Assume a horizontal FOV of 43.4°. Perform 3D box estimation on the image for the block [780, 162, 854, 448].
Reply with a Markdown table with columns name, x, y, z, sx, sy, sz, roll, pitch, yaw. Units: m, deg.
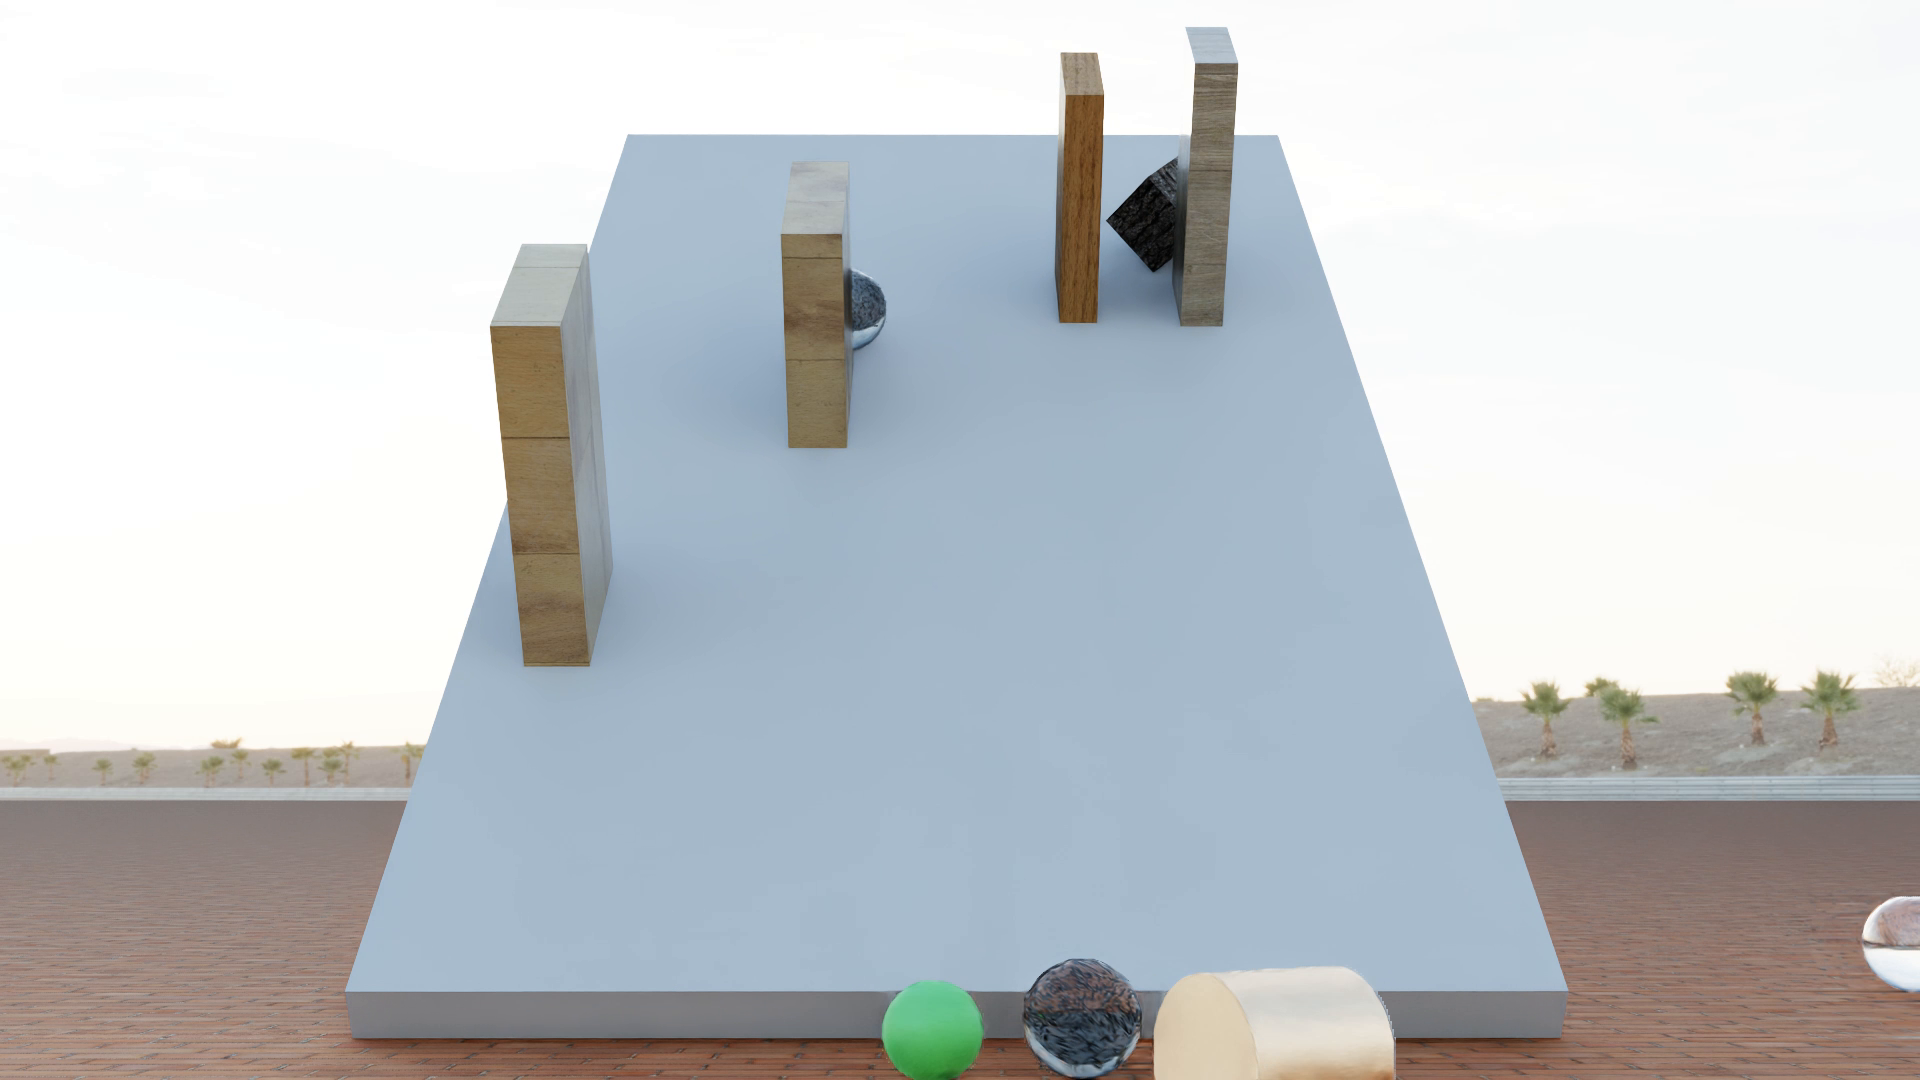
| name | x | y | z | sx | sy | sz | roll | pitch | yaw |
| --- | --- | --- | --- | --- | --- | --- | --- | --- | --- |
| block | -0.331 | -0.556 | 5.665 | 0.136 | 0.534 | 0.444 | 0 | 30 | 0 |

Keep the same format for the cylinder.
| name | x | y | z | sx | sy | sz | roll | pitch | yaw |
| --- | --- | --- | --- | --- | --- | --- | --- | --- | --- |
| cylinder | 0.361 | 0.597 | 2.789 | 0.198 | 0.198 | 0.198 | 3 | -7 | -31 |

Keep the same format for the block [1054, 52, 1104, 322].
| name | x | y | z | sx | sy | sz | roll | pitch | yaw |
| --- | --- | --- | --- | --- | --- | --- | --- | --- | --- |
| block | 0.305 | -0.906 | 6.202 | 0.097 | 0.612 | 0.327 | 0 | 30 | 0 |

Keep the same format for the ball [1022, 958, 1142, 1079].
| name | x | y | z | sx | sy | sz | roll | pitch | yaw |
| --- | --- | --- | --- | --- | --- | --- | --- | --- | --- |
| ball | 0.174 | 0.679 | 3.425 | 0.169 | 0.169 | 0.169 | 0 | -6 | 0 |

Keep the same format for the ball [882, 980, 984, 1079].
| name | x | y | z | sx | sy | sz | roll | pitch | yaw |
| --- | --- | --- | --- | --- | --- | --- | --- | --- | --- |
| ball | -0.038 | 0.688 | 3.379 | 0.142 | 0.142 | 0.142 | 0 | -6 | 0 |

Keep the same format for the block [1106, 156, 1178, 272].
| name | x | y | z | sx | sy | sz | roll | pitch | yaw |
| --- | --- | --- | --- | --- | --- | --- | --- | --- | --- |
| block | 0.557 | -0.880 | 6.506 | 0.190 | 0.190 | 0.190 | -44 | -2 | 41 |

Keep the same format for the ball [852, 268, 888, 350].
| name | x | y | z | sx | sy | sz | roll | pitch | yaw |
| --- | --- | --- | --- | --- | --- | --- | --- | --- | --- |
| ball | -0.286 | -0.576 | 6.029 | 0.207 | 0.207 | 0.207 | 0 | -6 | 0 |

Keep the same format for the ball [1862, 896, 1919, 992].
| name | x | y | z | sx | sy | sz | roll | pitch | yaw |
| --- | --- | --- | --- | --- | --- | --- | --- | --- | --- |
| ball | 1.945 | 0.825 | 4.927 | 0.194 | 0.194 | 0.194 | 0 | -6 | 0 |

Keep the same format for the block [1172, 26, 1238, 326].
| name | x | y | z | sx | sy | sz | roll | pitch | yaw |
| --- | --- | --- | --- | --- | --- | --- | --- | --- | --- |
| block | 0.621 | -0.923 | 6.145 | 0.107 | 0.700 | 0.283 | 0 | 30 | 0 |

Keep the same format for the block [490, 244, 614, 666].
| name | x | y | z | sx | sy | sz | roll | pitch | yaw |
| --- | --- | --- | --- | --- | --- | --- | --- | --- | --- |
| block | -0.800 | -0.167 | 4.773 | 0.130 | 0.741 | 0.390 | 0 | 30 | 0 |

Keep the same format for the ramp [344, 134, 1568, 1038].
| name | x | y | z | sx | sy | sz | roll | pitch | yaw |
| --- | --- | --- | --- | --- | --- | --- | --- | --- | --- |
| ramp | -0.013 | -0.212 | 5.703 | 2.000 | 0.100 | 4.000 | 0 | 30 | 0 |
